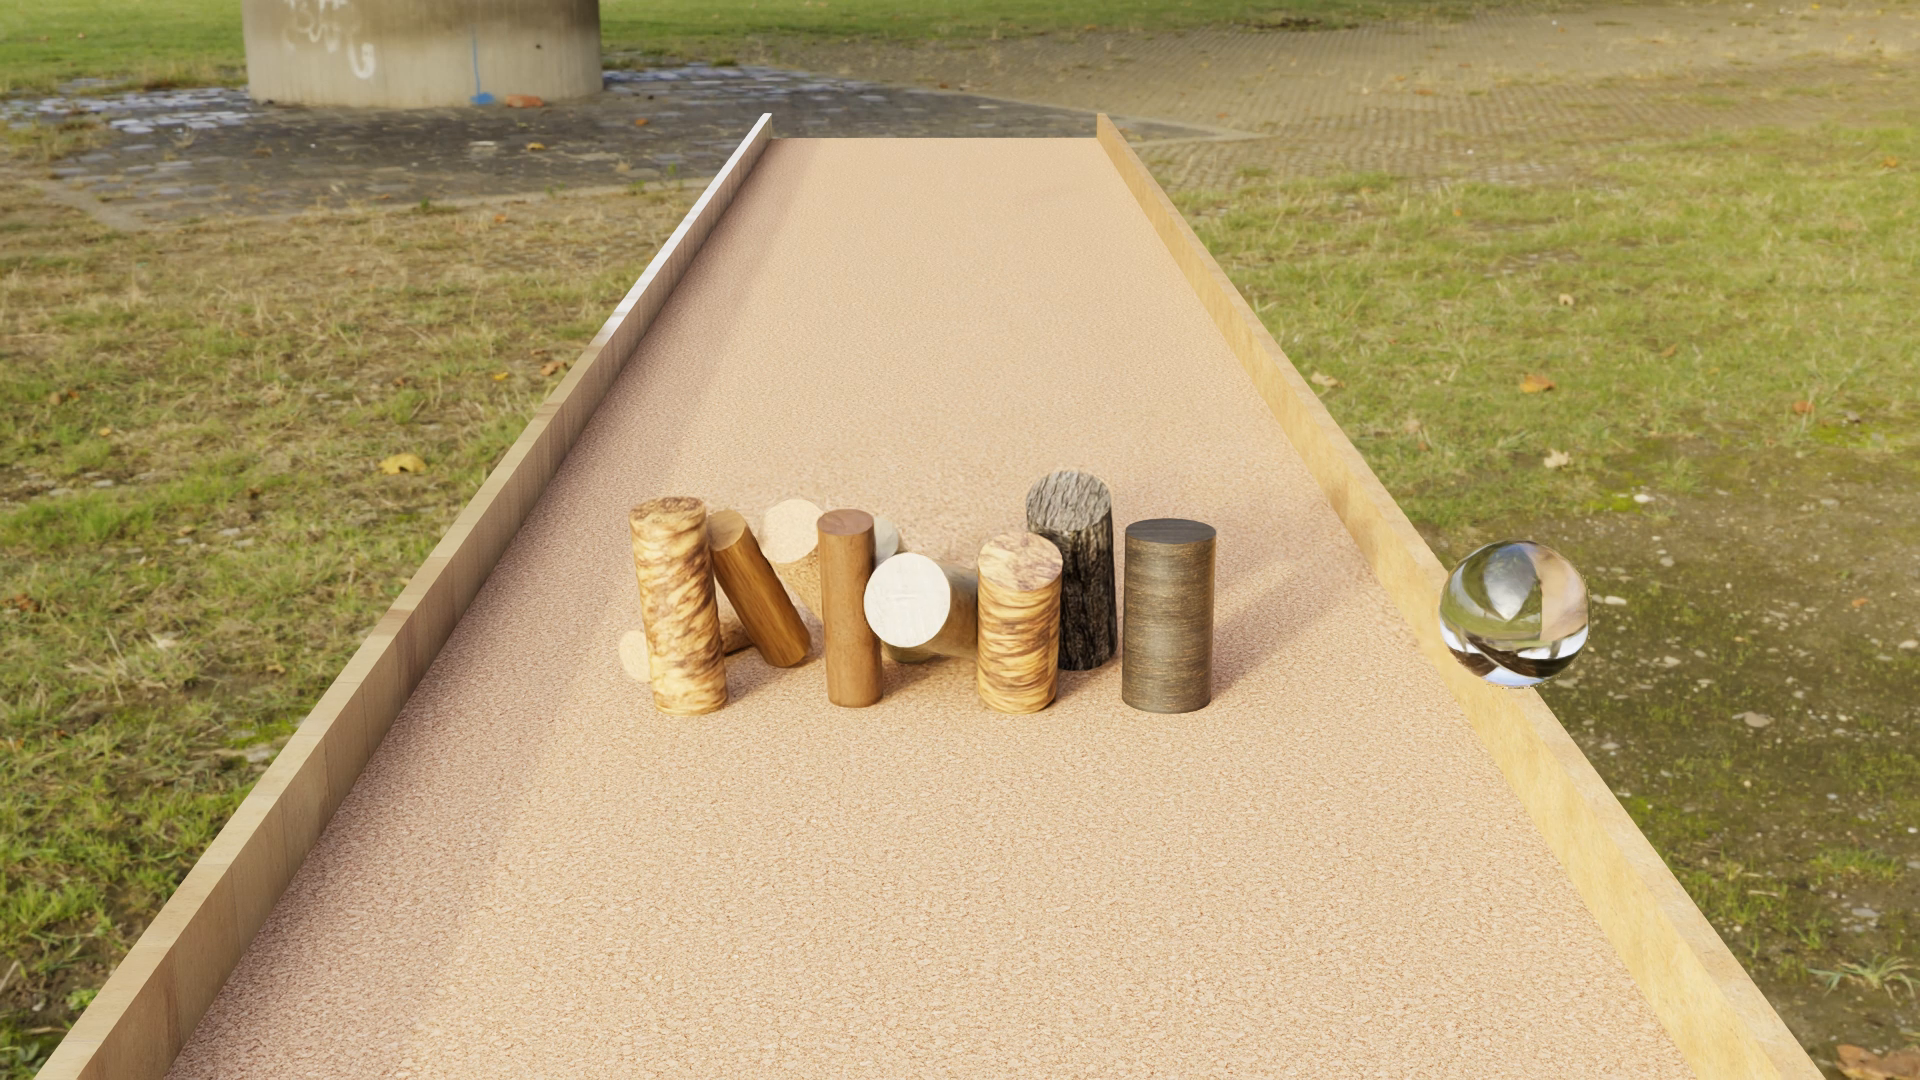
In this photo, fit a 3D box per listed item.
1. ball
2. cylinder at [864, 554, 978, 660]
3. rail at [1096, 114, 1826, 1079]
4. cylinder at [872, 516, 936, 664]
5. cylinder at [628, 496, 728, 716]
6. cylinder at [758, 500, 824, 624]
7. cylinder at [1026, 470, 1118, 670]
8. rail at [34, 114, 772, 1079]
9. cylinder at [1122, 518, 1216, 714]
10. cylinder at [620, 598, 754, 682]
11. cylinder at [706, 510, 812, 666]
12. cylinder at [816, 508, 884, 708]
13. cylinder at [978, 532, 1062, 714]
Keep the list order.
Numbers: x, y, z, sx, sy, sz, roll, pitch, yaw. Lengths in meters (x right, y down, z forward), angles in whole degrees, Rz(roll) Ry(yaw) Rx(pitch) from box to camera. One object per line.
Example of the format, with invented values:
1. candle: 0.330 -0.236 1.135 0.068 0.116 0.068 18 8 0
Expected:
1. ball: 0.958 0.126 3.803 0.256 0.256 0.256 0 17 0
2. cylinder: -0.012 0.135 4.203 0.171 0.171 0.448 7 -4 23
3. rail: 0.932 -0.844 7.801 0.050 0.150 12.000 0 17 -1
4. cylinder: -0.134 0.101 4.299 0.132 0.328 0.132 -9 53 13
5. cylinder: -0.524 0.124 4.108 0.141 0.387 0.141 -4 22 2
6. cylinder: -0.261 0.072 4.339 0.137 0.137 0.394 8 -24 24
7. cylinder: 0.220 0.064 4.269 0.162 0.396 0.162 -3 46 3
8. rail: -1.118 -0.838 7.780 0.050 0.150 12.000 0 17 -1
9. cylinder: 0.394 0.143 4.161 0.171 0.334 0.171 0 17 0
10. cylinder: -0.511 0.186 4.413 0.107 0.107 0.364 13 21 37
11. cylinder: -0.400 0.097 4.274 0.104 0.363 0.104 -12 47 13
12. cylinder: -0.205 0.130 4.115 0.106 0.371 0.106 -1 29 1
13. cylinder: 0.108 0.157 4.061 0.152 0.332 0.152 0 45 0
